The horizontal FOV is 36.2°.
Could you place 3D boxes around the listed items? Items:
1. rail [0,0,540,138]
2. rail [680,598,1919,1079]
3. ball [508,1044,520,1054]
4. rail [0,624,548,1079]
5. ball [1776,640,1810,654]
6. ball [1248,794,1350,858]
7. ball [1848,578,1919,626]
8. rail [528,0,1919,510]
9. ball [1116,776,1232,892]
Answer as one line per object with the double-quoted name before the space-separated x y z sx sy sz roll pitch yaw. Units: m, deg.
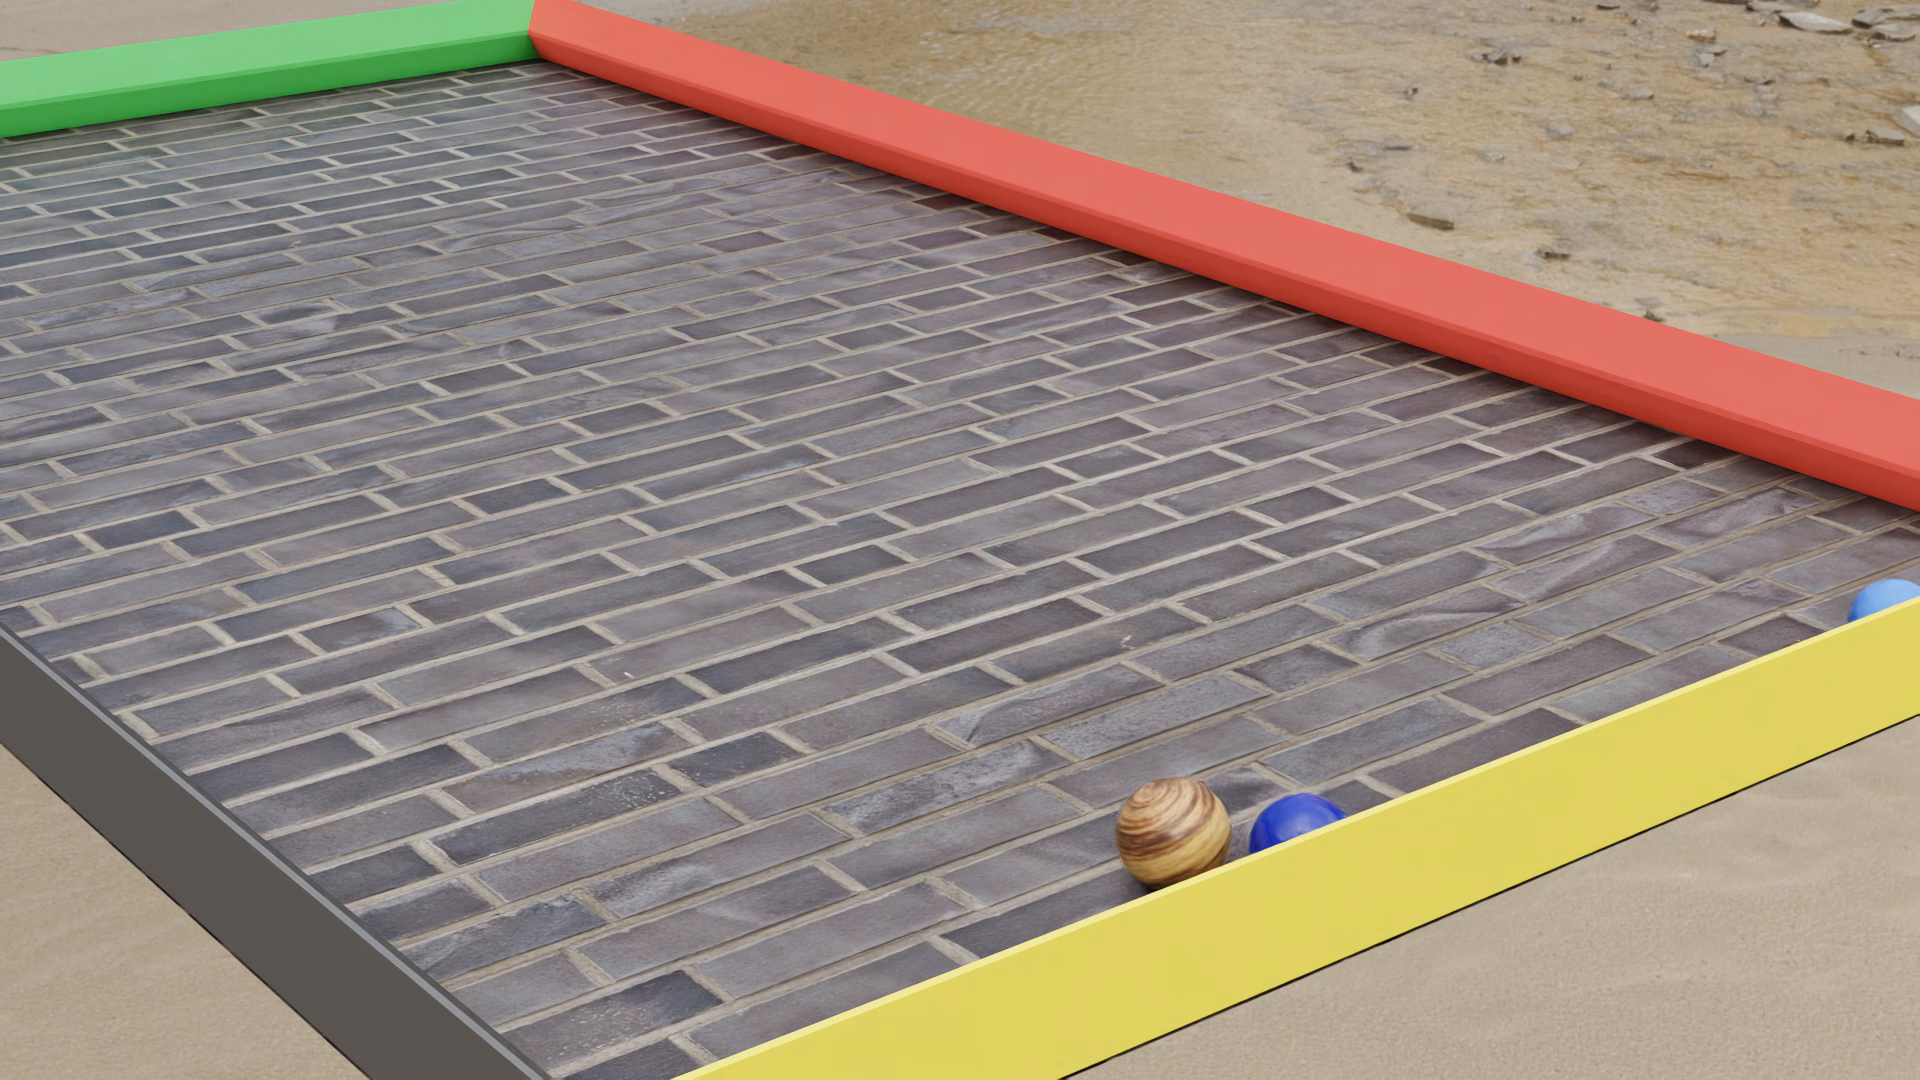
"rail" -1.262 -0.613 4.069 1.587 0.103 0.045 -16 26 -35
"rail" 0.411 0.173 2.059 1.587 0.103 0.045 -16 26 -35
"ball" -0.281 0.321 1.768 0.040 0.040 0.040 0 21 0
"rail" -1.034 -0.048 2.625 0.045 0.103 2.778 -16 26 -35
"ball" 0.660 0.106 2.297 0.056 0.056 0.056 0 21 0
"ball" 0.234 0.210 2.005 0.075 0.075 0.075 0 21 0
"ball" 0.754 0.067 2.378 0.071 0.071 0.071 0 21 0
"rail" 0.183 -0.392 3.503 0.045 0.103 2.778 -16 26 -35
"ball" 0.147 0.202 2.020 0.079 0.079 0.079 0 21 0
